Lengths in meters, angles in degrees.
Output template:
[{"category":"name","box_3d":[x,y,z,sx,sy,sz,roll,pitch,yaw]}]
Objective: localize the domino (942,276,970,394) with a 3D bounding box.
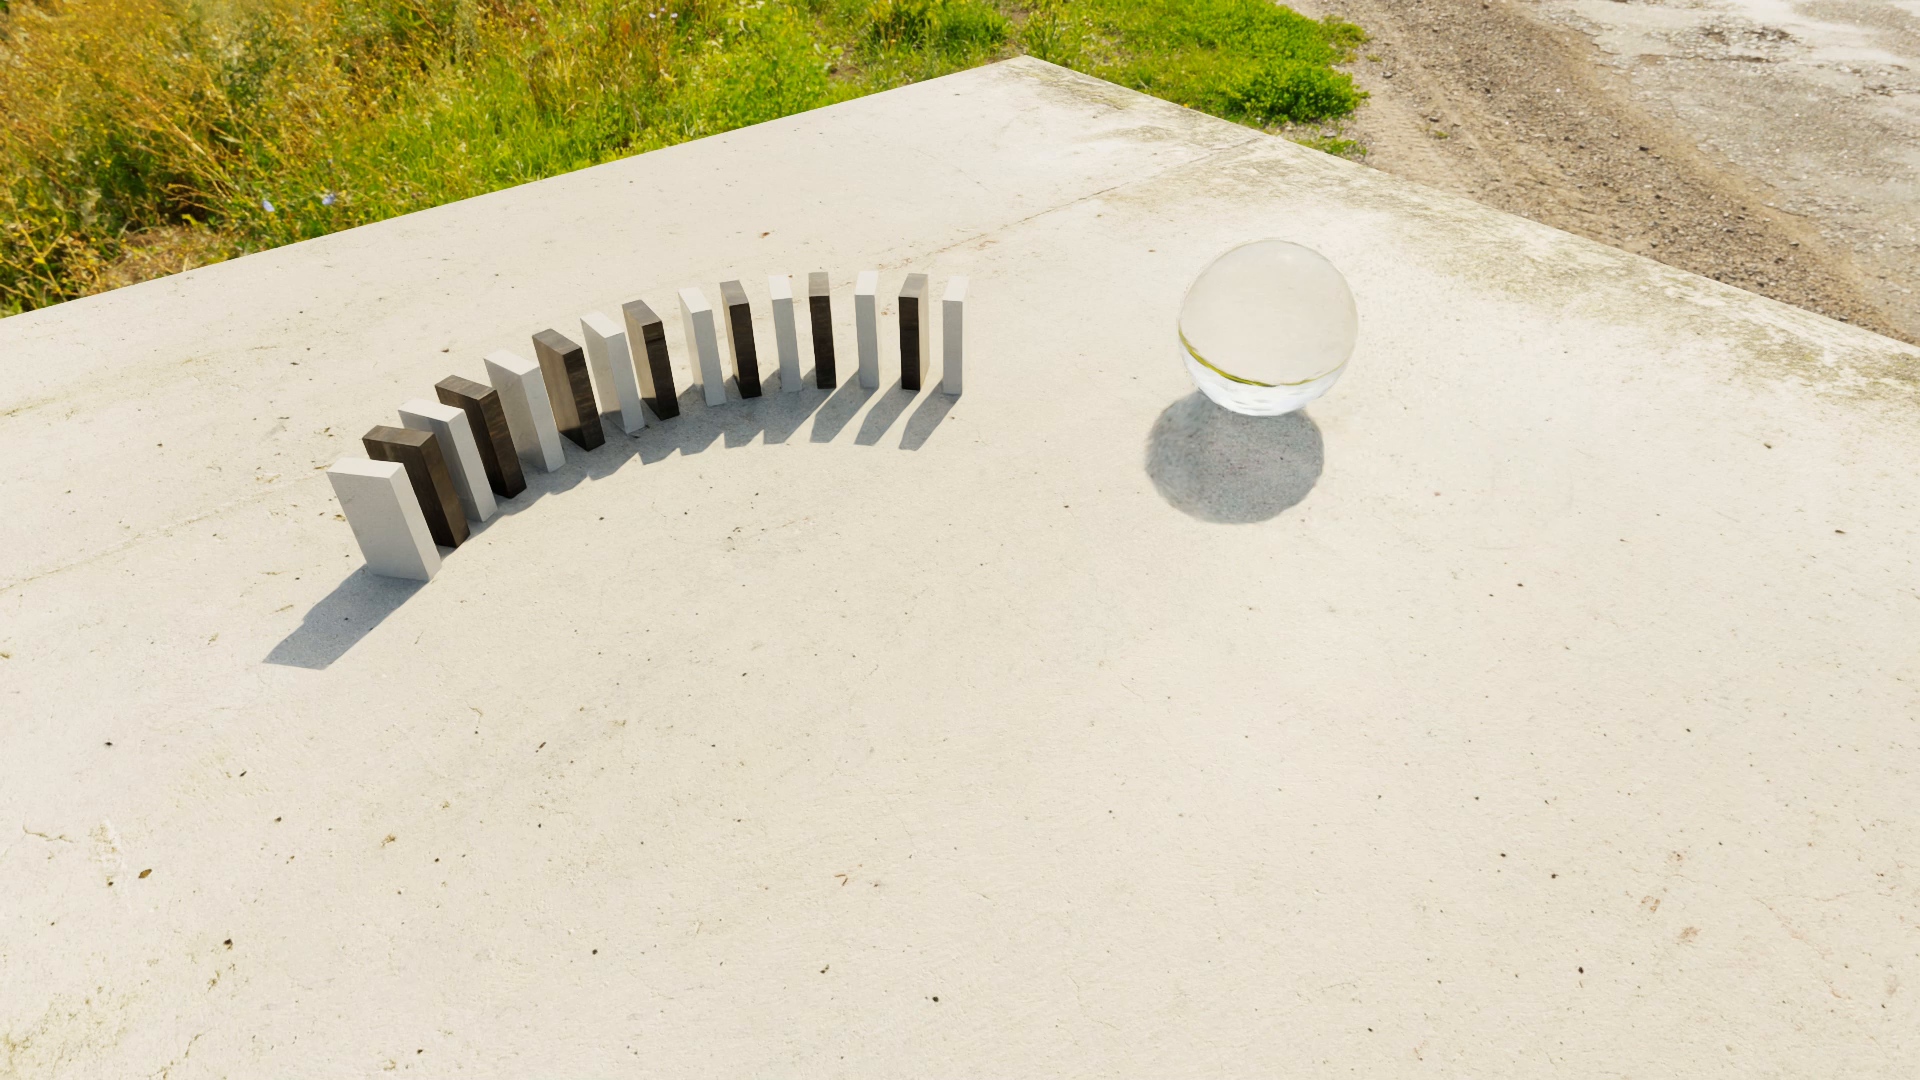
[{"category":"domino","box_3d":[-0.002,-0.099,0.532,0.010,0.050,0.025,5,40,7]}]

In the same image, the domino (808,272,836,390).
[{"category":"domino","box_3d":[-0.067,-0.102,0.536,0.009,0.050,0.025,-4,40,-5]}]

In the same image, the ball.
[{"category":"ball","box_3d":[0.141,-0.097,0.506,0.080,0.080,0.080,0,39,0]}]

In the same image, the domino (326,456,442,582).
[{"category":"domino","box_3d":[-0.219,-0.007,0.420,0.025,0.050,0.009,6,40,7]}]

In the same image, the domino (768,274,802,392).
[{"category":"domino","box_3d":[-0.085,-0.100,0.533,0.009,0.050,0.025,-8,40,-10]}]

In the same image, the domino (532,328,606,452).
[{"category":"domino","box_3d":[-0.175,-0.067,0.493,0.025,0.050,0.009,30,48,32]}]

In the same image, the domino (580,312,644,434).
[{"category":"domino","box_3d":[-0.159,-0.077,0.505,0.009,0.050,0.025,-28,47,-30]}]

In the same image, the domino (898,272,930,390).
[{"category":"domino","box_3d":[-0.022,-0.101,0.535,0.009,0.050,0.025,6,40,7]}]

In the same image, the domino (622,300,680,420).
[{"category":"domino","box_3d":[-0.144,-0.084,0.514,0.010,0.050,0.025,-23,45,-26]}]

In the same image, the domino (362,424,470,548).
[{"category":"domino","box_3d":[-0.215,-0.021,0.437,0.025,0.050,0.009,8,40,10]}]

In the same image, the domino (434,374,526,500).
[{"category":"domino","box_3d":[-0.202,-0.043,0.464,0.025,0.050,0.010,18,43,21]}]

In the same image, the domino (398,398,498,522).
[{"category":"domino","box_3d":[-0.209,-0.032,0.451,0.025,0.050,0.009,14,41,16]}]

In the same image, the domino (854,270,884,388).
[{"category":"domino","box_3d":[-0.044,-0.103,0.537,0.010,0.050,0.025,1,39,1]}]

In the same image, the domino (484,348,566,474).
[{"category":"domino","box_3d":[-0.189,-0.056,0.480,0.025,0.050,0.010,24,45,27]}]

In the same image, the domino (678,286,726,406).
[{"category":"domino","box_3d":[-0.123,-0.092,0.523,0.010,0.050,0.025,-17,42,-20]}]

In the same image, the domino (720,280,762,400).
[{"category":"domino","box_3d":[-0.105,-0.096,0.529,0.009,0.050,0.025,-13,41,-15]}]
